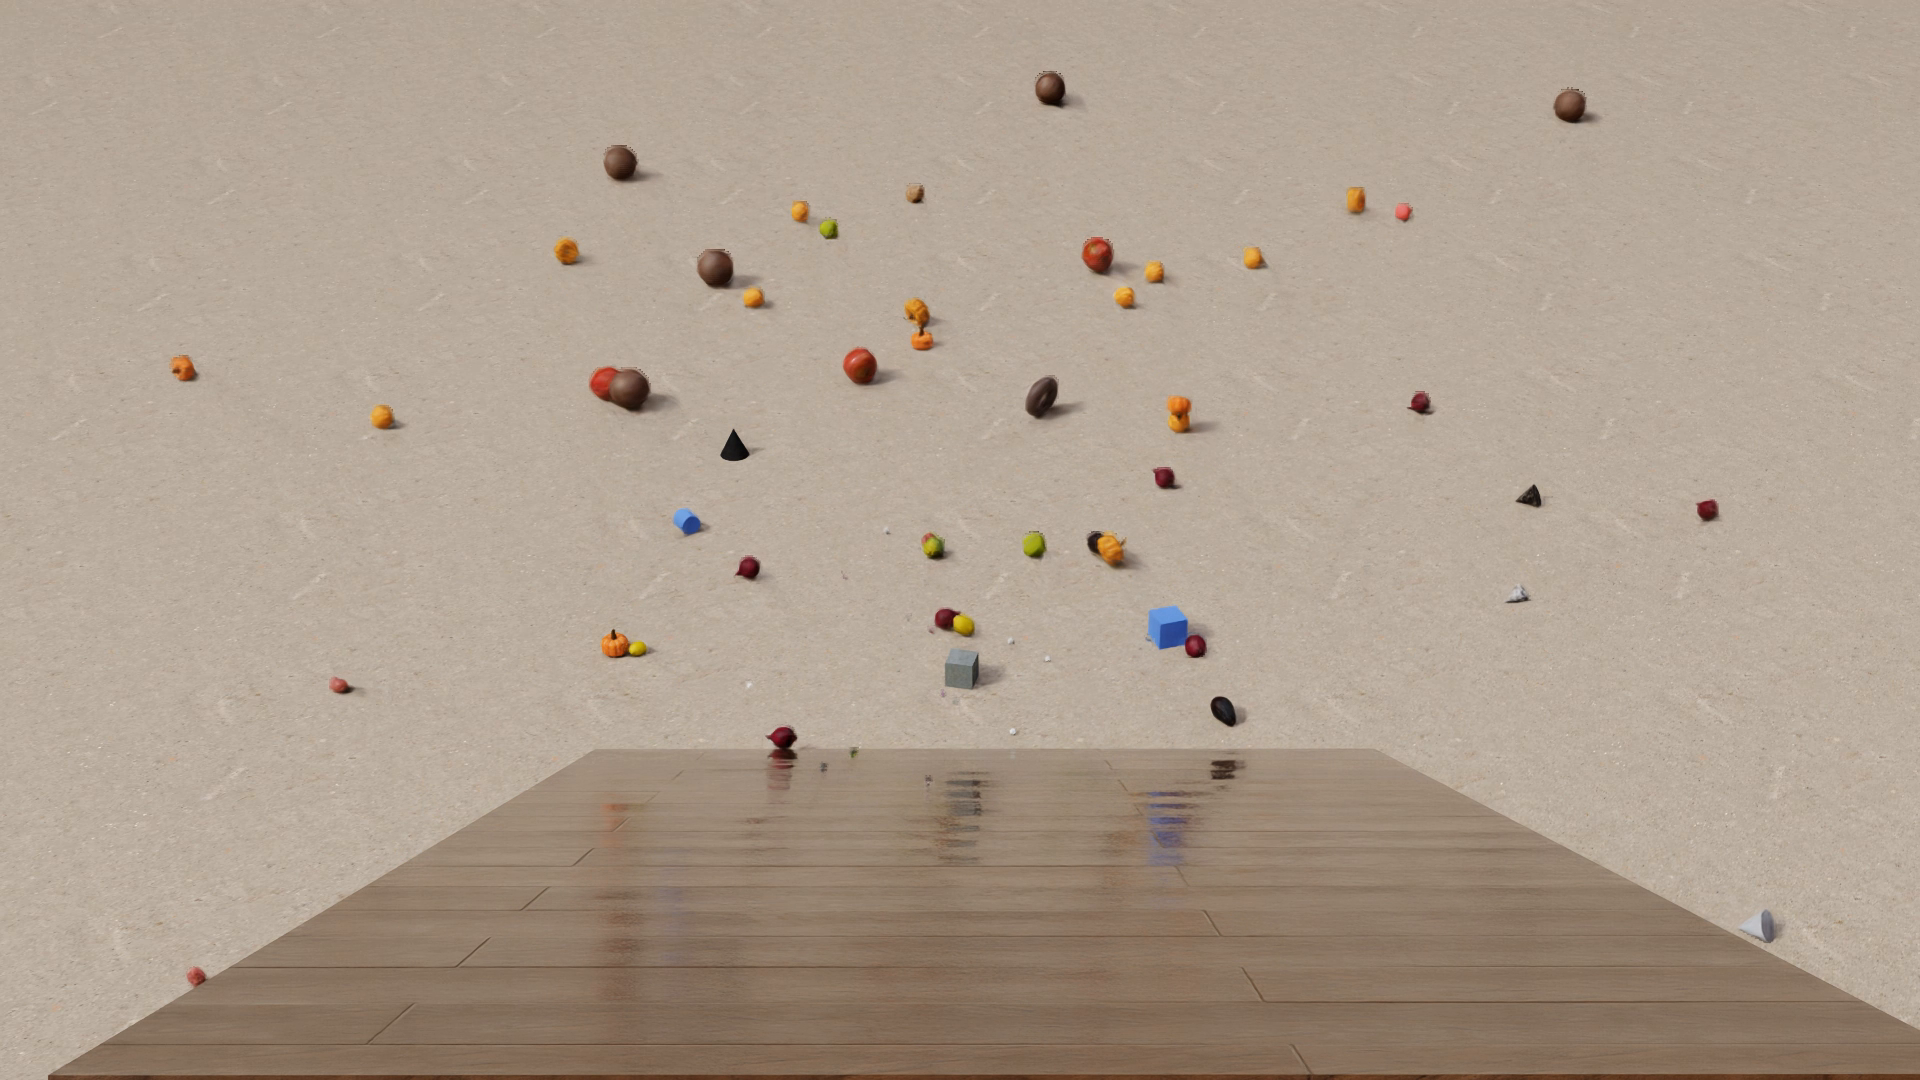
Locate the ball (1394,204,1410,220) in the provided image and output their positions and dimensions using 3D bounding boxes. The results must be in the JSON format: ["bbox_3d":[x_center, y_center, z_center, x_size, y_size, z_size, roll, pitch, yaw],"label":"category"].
[{"bbox_3d":[1.699,-1.258,9.926,0.060,0.060,0.060,0,30,0],"label":"ball"}]

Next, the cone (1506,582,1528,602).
[{"bbox_3d":[1.596,0.164,7.451,0.060,0.060,0.060,-33,35,-3],"label":"cone"}]

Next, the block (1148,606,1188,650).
[{"bbox_3d":[0.583,0.245,7.252,0.082,0.082,0.082,-10,31,-17],"label":"block"}]

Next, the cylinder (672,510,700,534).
[{"bbox_3d":[-0.825,-0.055,7.803,0.060,0.060,0.060,-20,30,-31],"label":"cylinder"}]

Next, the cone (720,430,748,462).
[{"bbox_3d":[-0.719,-0.313,8.226,0.093,0.093,0.093,0,30,0],"label":"cone"}]

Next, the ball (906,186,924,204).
[{"bbox_3d":[-0.177,-1.347,10.074,0.069,0.069,0.069,0,30,0],"label":"ball"}]

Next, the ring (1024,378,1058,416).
[{"bbox_3d":[0.266,-0.468,8.451,0.047,0.141,0.141,35,43,26],"label":"ring"}]

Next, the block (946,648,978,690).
[{"bbox_3d":[0.005,0.353,7.068,0.076,0.076,0.076,7,30,12],"label":"block"}]

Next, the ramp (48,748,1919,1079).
[{"bbox_3d":[0.066,0.591,4.644,2.000,0.100,4.000,0,0,0],"label":"ramp"}]

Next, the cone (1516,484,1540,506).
[{"bbox_3d":[1.741,-0.128,7.961,0.070,0.070,0.070,-17,21,27],"label":"cone"}]

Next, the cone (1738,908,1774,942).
[{"bbox_3d":[1.874,0.914,6.119,0.078,0.078,0.078,-12,17,40],"label":"cone"}]
